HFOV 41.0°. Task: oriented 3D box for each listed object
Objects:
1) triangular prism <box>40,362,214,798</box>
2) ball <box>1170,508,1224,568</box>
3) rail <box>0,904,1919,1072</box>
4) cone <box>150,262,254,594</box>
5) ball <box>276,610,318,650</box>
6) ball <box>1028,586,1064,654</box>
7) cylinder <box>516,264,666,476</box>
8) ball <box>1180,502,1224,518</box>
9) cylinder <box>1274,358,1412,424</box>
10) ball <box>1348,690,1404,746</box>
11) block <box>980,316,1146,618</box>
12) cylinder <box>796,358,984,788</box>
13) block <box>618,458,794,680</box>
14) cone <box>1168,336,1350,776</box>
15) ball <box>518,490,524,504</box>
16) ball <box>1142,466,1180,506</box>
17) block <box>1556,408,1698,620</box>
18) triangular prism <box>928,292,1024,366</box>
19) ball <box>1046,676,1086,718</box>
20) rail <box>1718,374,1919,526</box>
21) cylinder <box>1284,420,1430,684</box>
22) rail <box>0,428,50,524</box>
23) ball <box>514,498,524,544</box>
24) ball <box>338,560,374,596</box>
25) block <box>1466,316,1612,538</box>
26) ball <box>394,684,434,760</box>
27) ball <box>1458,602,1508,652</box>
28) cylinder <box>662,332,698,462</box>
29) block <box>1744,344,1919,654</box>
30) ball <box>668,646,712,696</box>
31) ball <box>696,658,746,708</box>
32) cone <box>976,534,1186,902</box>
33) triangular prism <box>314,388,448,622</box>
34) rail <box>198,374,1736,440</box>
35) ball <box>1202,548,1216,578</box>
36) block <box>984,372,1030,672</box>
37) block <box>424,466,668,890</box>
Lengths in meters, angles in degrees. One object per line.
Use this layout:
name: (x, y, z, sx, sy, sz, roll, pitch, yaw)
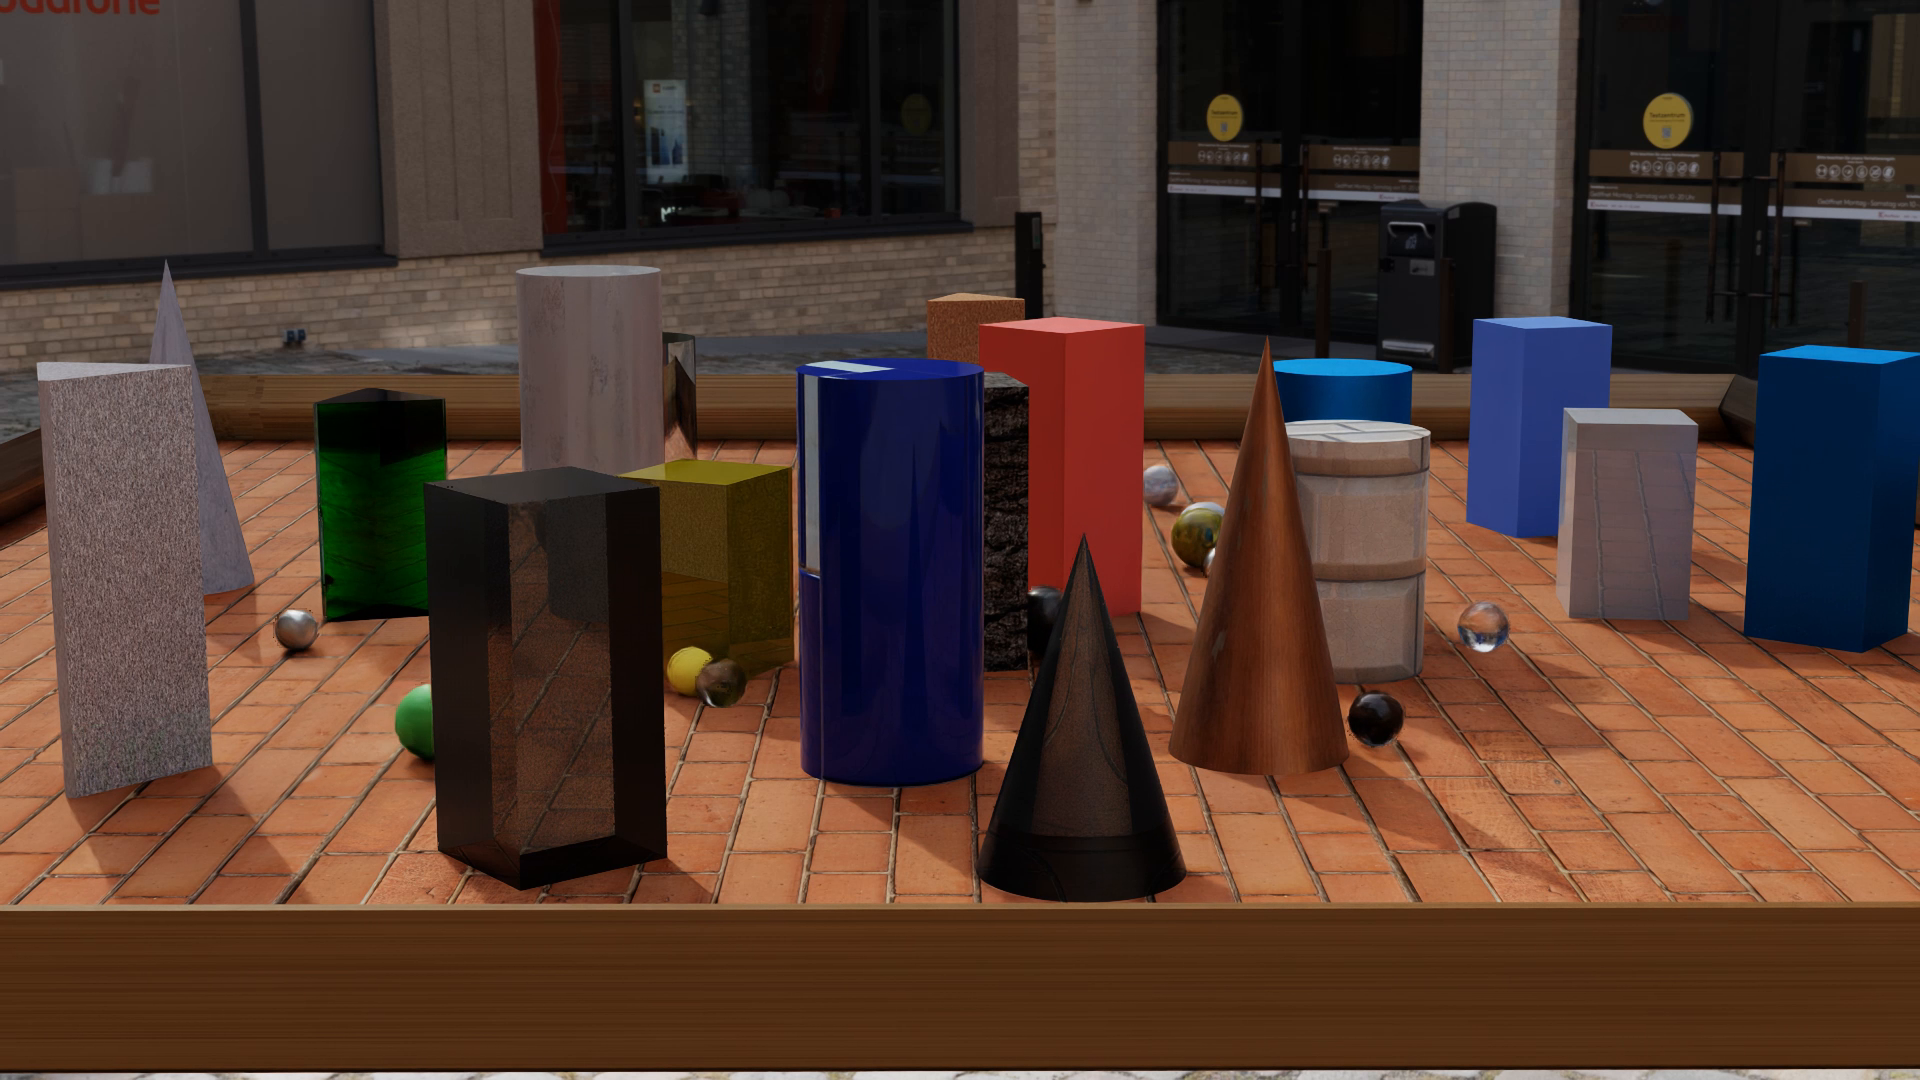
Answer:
triangular prism: (-0.896, 0.032, 2.647, 0.145, 0.422, 0.168, 9, 14, 39)
ball: (0.352, -0.003, 3.749, 0.088, 0.088, 0.088, 0, 11, 0)
rail: (0.009, 0.322, 1.890, 3.063, 0.126, 0.045, 0, 11, 0)
cone: (-1.102, -0.165, 3.601, 0.194, 0.460, 0.194, 0, 11, 0)
ball: (-0.833, 0.113, 3.223, 0.052, 0.052, 0.052, 0, 11, 0)
ball: (0.106, 0.100, 3.205, 0.084, 0.084, 0.084, 0, 11, 0)
cylinder: (-0.499, -0.140, 3.488, 0.194, 0.452, 0.194, 0, 11, 0)
ball: (0.365, -0.016, 3.833, 0.083, 0.083, 0.083, 0, 11, 0)
cylinder: (0.493, -0.061, 3.381, 0.194, 0.336, 0.194, 0, 11, 0)
ball: (0.449, 0.193, 2.770, 0.060, 0.060, 0.060, 0, 11, 0)
block: (0.135, -0.094, 3.423, 0.155, 0.386, 0.155, 10, 15, 44)
cylinder: (-0.072, 0.030, 2.669, 0.194, 0.418, 0.194, 0, 11, 0)
block: (-0.308, 0.036, 3.118, 0.155, 0.242, 0.155, 5, 12, 25)
cone: (0.320, 0.006, 2.714, 0.194, 0.449, 0.194, 0, 11, 0)
ball: (-0.657, -0.058, 4.055, 0.084, 0.084, 0.084, 0, 11, 0)
ball: (0.330, -0.090, 4.268, 0.069, 0.069, 0.069, 0, 11, 0)
block: (0.896, -0.037, 3.459, 0.155, 0.261, 0.155, 1, 11, 6)
triangular prism: (0.015, -0.261, 4.483, 0.168, 0.328, 0.145, -2, 11, -10)
ball: (0.119, 0.177, 2.895, 0.046, 0.046, 0.046, 0, 11, 0)
rail: (1.508, 0.031, 3.458, 0.045, 0.126, 3.219, 0, 11, 0)
cylinder: (0.469, 0.011, 3.116, 0.194, 0.291, 0.194, 0, 11, 0)
rail: (-1.508, 0.034, 3.441, 0.045, 0.126, 3.219, 0, 11, 0)
ball: (-0.627, -0.029, 3.875, 0.094, 0.094, 0.094, 0, 11, 0)
ball: (-0.837, 0.053, 3.557, 0.048, 0.048, 0.048, 0, 11, 0)
block: (0.913, -0.181, 4.054, 0.155, 0.326, 0.155, -4, 11, -19)
ball: (-0.558, 0.192, 2.718, 0.080, 0.080, 0.080, 0, 11, 0)
ball: (0.655, 0.109, 3.214, 0.062, 0.062, 0.062, 0, 11, 0)
cylinder: (-0.481, -0.128, 3.747, 0.194, 0.335, 0.194, 0, 11, 0)
block: (1.119, -0.057, 3.284, 0.155, 0.363, 0.155, 9, 14, 39)
ball: (-0.313, 0.153, 2.991, 0.057, 0.057, 0.057, 0, 11, 0)
ball: (-0.273, 0.164, 2.936, 0.057, 0.057, 0.057, 0, 11, 0)
cone: (0.111, 0.147, 2.323, 0.194, 0.314, 0.194, 0, 11, 0)
triangular prism: (-0.782, -0.052, 3.456, 0.168, 0.291, 0.145, -3, 11, -18)
rail: (-0.009, -0.257, 5.008, 3.063, 0.126, 0.045, 0, 11, 0)
ball: (0.371, 0.035, 3.648, 0.050, 0.050, 0.050, 0, 11, 0)
block: (-0.009, -0.023, 3.149, 0.155, 0.347, 0.155, -2, 11, -11)
block: (-0.381, 0.121, 2.363, 0.155, 0.349, 0.155, -8, 13, -38)
